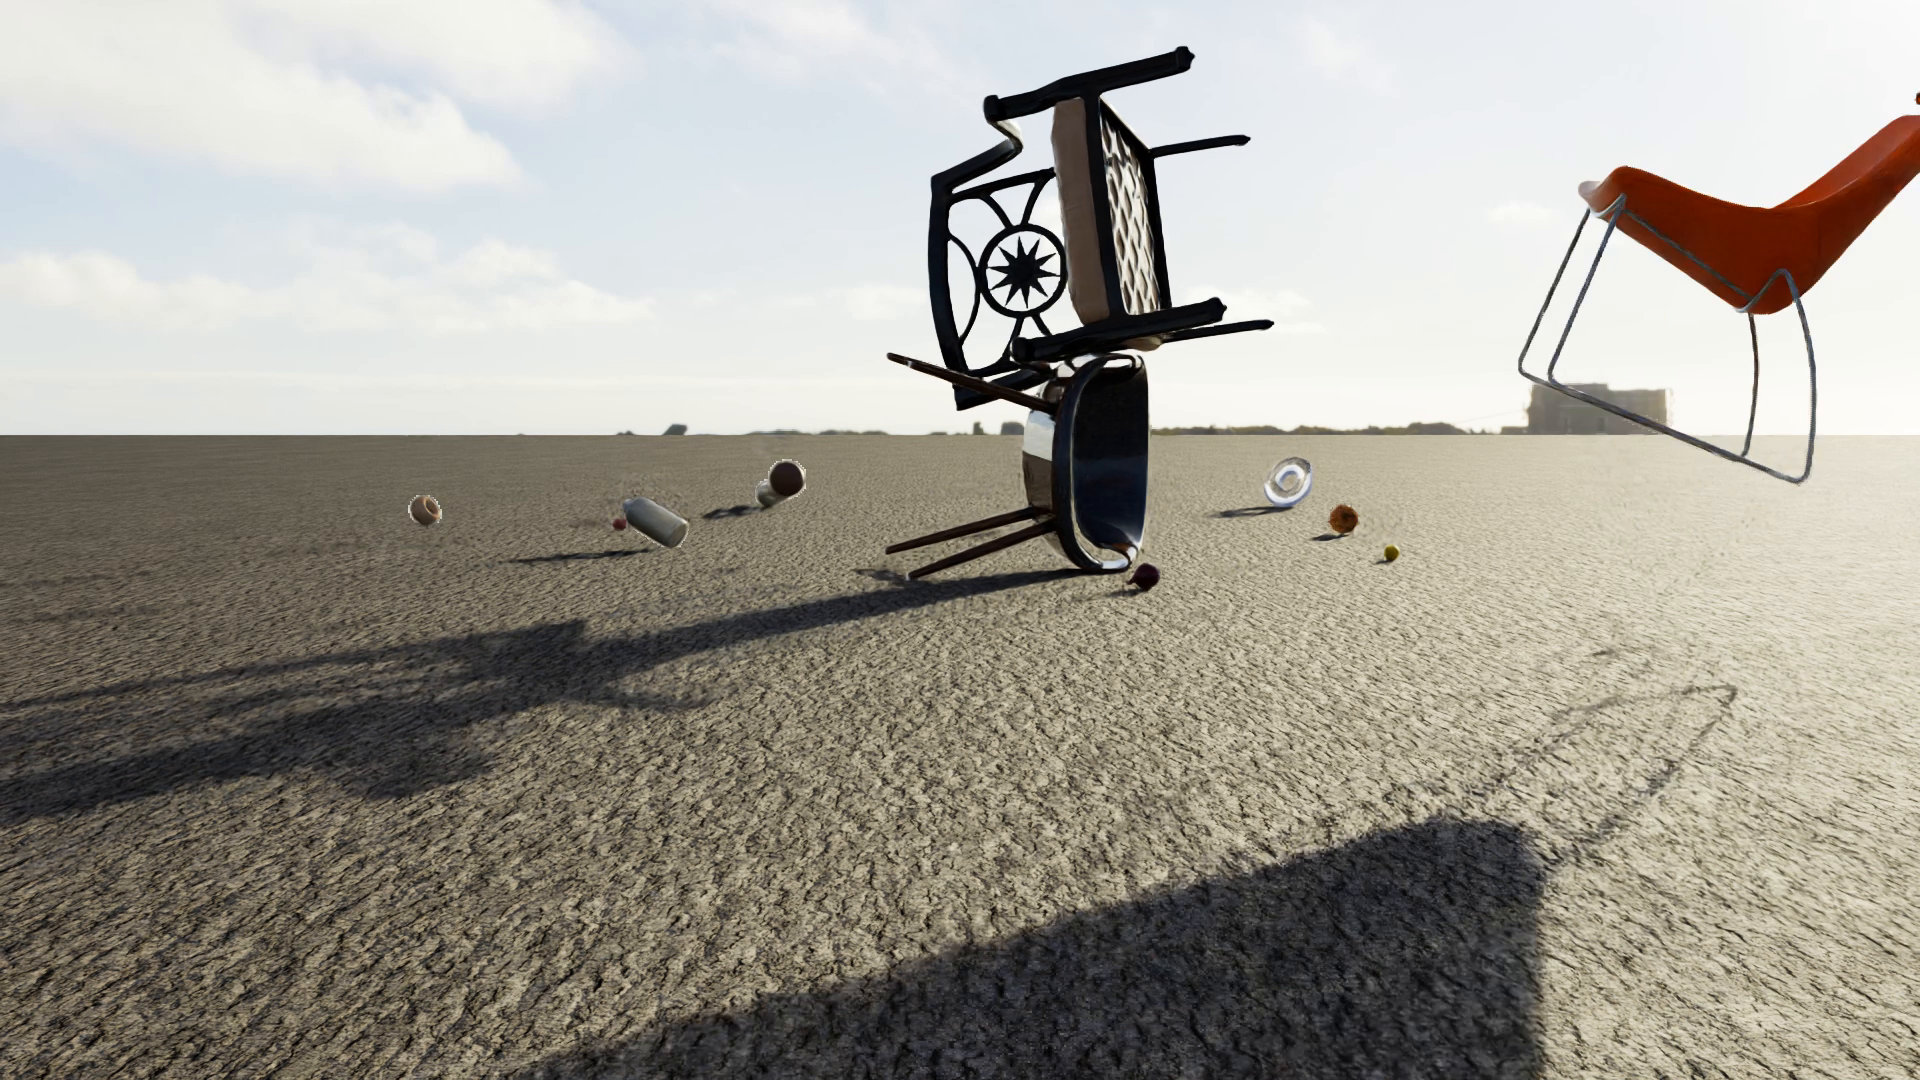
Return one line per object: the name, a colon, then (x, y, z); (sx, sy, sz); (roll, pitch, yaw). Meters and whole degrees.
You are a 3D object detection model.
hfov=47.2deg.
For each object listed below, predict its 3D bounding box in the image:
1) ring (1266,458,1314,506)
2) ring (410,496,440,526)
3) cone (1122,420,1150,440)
ring: (1.266, -0.222, 8.451); (0.207, 0.213, 0.049); (30, -6, 43)
ring: (-1.767, -0.095, 7.267); (0.056, 0.097, 0.101); (-30, -36, 18)
cone: (0.648, -0.413, 7.907); (0.065, 0.067, 0.134); (26, -26, -20)
